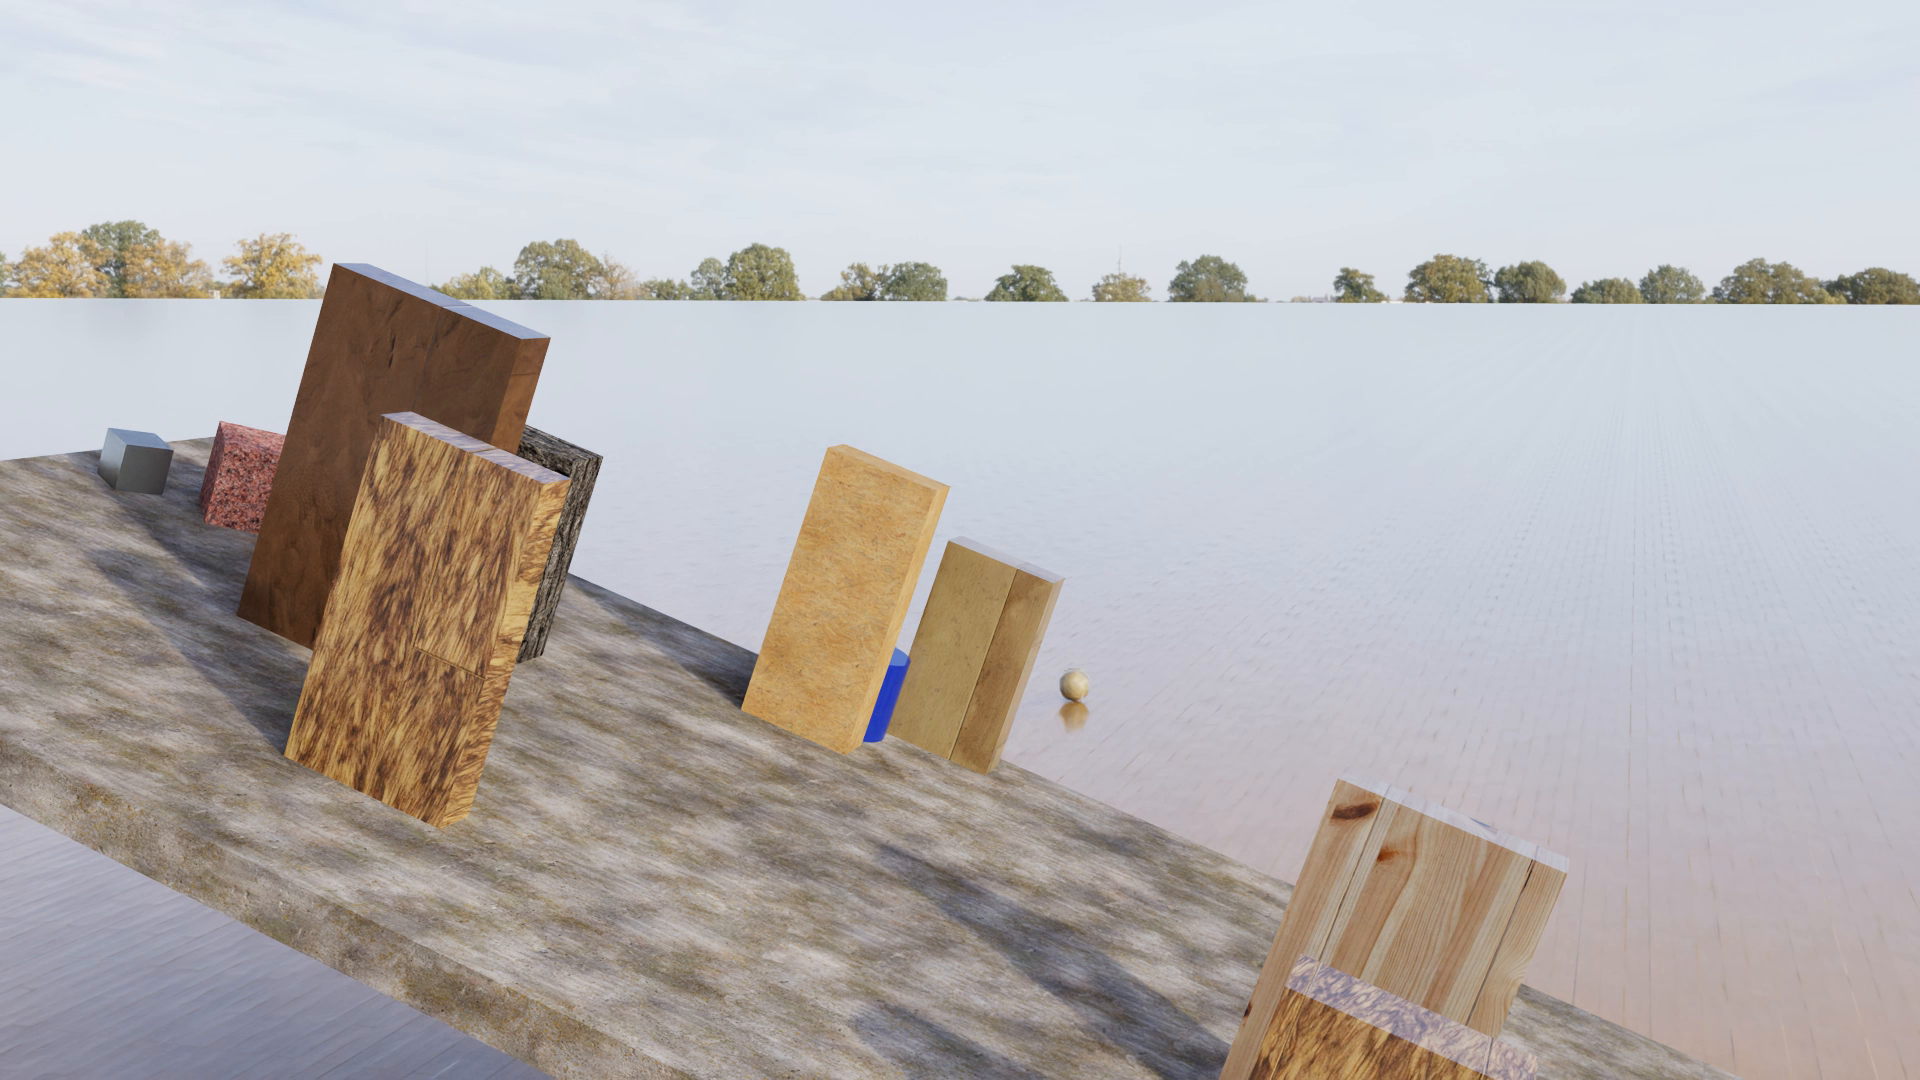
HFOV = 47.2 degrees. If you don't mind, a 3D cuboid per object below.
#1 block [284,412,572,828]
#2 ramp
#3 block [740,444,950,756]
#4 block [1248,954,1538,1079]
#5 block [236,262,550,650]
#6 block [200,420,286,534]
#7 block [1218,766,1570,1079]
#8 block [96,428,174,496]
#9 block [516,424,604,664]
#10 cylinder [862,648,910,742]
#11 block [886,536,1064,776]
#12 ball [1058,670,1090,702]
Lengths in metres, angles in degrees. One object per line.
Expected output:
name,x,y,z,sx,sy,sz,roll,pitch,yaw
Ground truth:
block,-0.908,0.135,3.736,0.319,0.629,0.095,22,12,14
ramp,-0.337,0.620,4.213,4.000,0.100,2.000,22,12,14
block,-0.251,0.129,4.790,0.258,0.619,0.105,22,12,14
block,0.533,0.876,3.021,0.346,0.487,0.149,22,12,14
block,-1.110,-0.119,4.290,0.422,0.737,0.118,22,12,14
block,-1.585,-0.134,4.940,0.186,0.186,0.186,13,14,-26
block,0.693,0.731,3.592,0.382,0.617,0.092,22,12,14
block,-1.841,-0.175,4.909,0.109,0.109,0.109,7,17,-45
block,-1.000,-0.018,4.667,0.340,0.461,0.140,22,12,14
cylinder,-0.230,0.331,4.962,0.188,0.188,0.188,18,12,-4
block,0.030,0.261,4.991,0.260,0.472,0.100,22,12,14
ball,0.498,0.634,9.573,0.134,0.134,0.134,0,7,0
